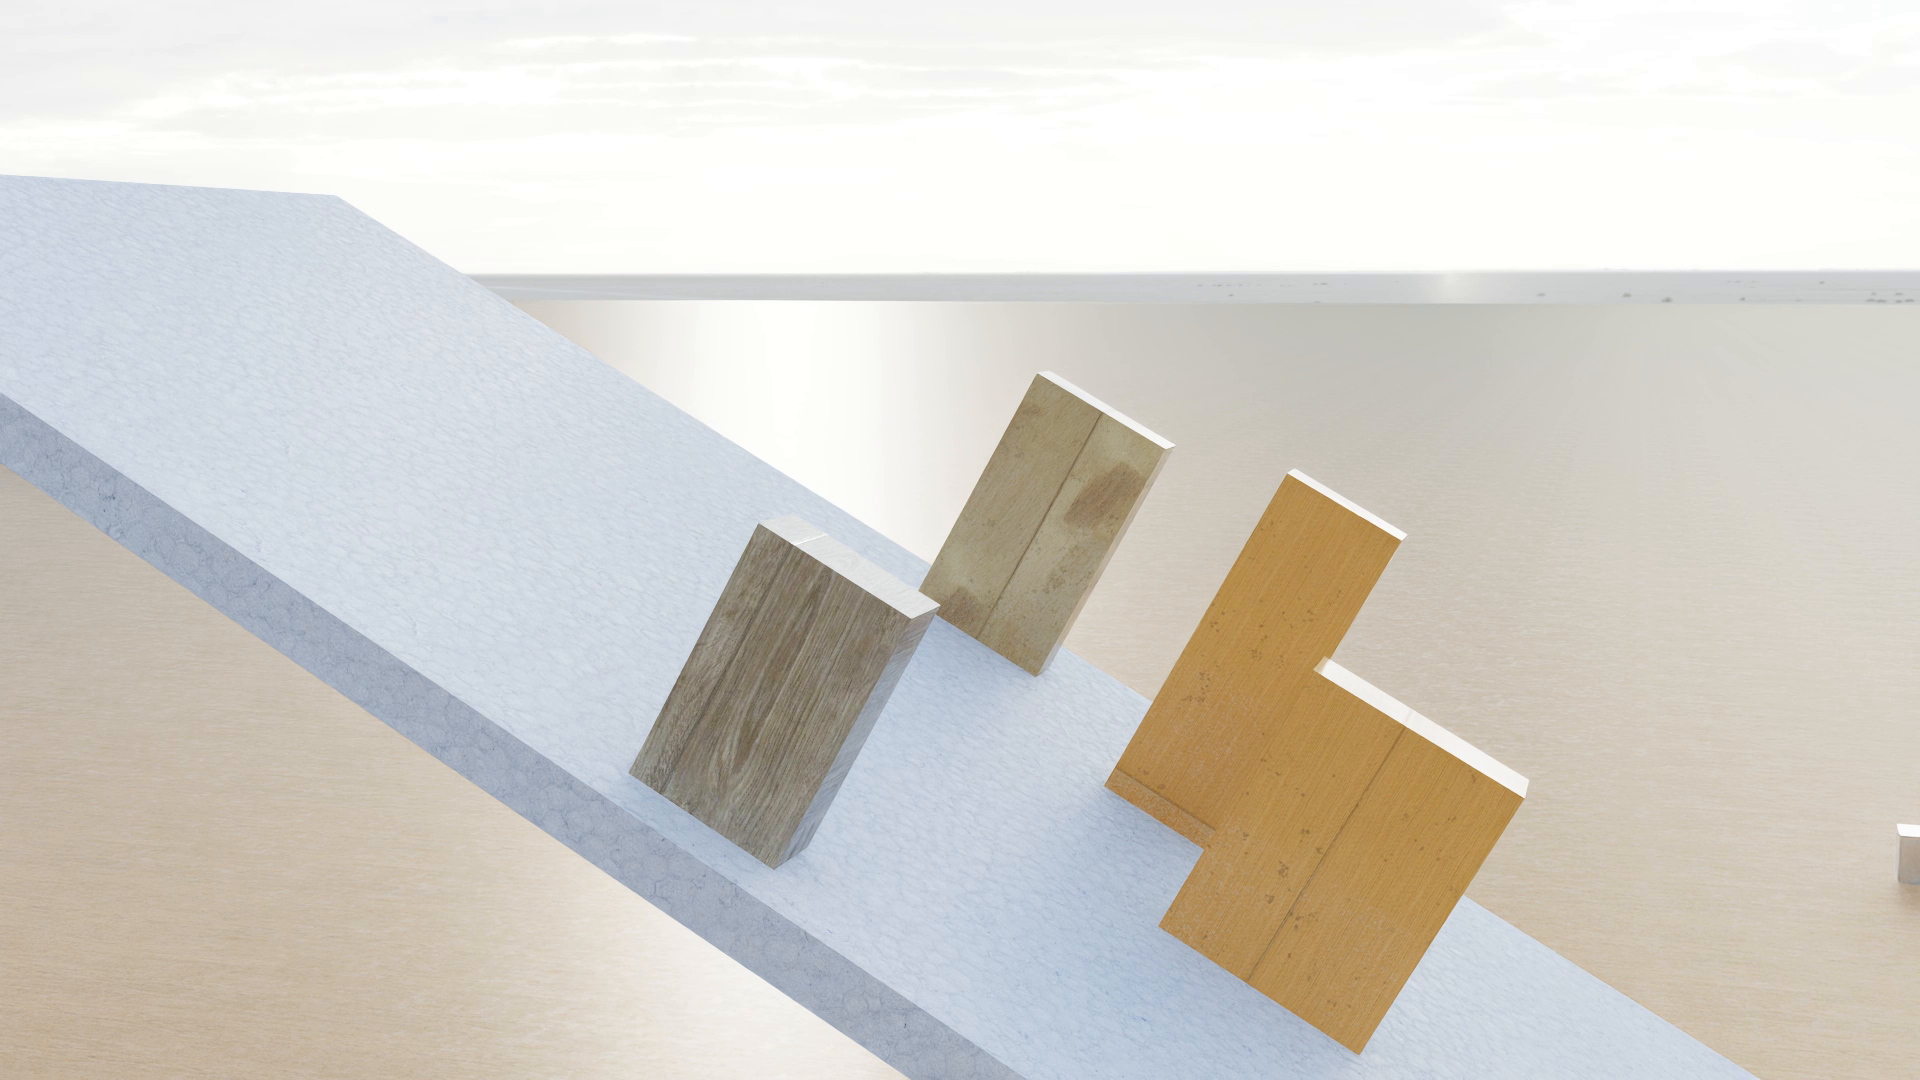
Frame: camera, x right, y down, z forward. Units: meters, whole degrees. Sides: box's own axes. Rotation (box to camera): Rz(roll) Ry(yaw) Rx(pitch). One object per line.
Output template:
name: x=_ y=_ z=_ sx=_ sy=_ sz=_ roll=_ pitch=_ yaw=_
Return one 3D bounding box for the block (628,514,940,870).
block: x=-0.263 y=0.223 z=3.278 sx=0.267 sy=0.440 sz=0.137 roll=32 pitch=15 yaw=11

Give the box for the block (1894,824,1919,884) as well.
block: x=2.953 y=0.966 z=6.737 sx=0.150 sy=0.150 sz=0.150 roll=2 pitch=7 yaw=19

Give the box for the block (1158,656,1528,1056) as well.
block: x=0.650 y=0.535 z=3.749 sx=0.398 sy=0.529 sz=0.136 roll=32 pitch=15 yaw=11

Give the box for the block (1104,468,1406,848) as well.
block: x=0.565 y=0.236 z=4.242 sx=0.246 sy=0.716 sz=0.097 roll=32 pitch=15 yaw=11

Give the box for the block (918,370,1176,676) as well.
block: x=0.178 y=-0.035 z=4.740 sx=0.319 sy=0.571 sz=0.102 roll=32 pitch=15 yaw=11

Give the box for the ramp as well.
ramp: x=-0.199 y=0.328 z=4.135 sx=4.000 sy=0.100 sz=2.000 roll=32 pitch=15 yaw=11
